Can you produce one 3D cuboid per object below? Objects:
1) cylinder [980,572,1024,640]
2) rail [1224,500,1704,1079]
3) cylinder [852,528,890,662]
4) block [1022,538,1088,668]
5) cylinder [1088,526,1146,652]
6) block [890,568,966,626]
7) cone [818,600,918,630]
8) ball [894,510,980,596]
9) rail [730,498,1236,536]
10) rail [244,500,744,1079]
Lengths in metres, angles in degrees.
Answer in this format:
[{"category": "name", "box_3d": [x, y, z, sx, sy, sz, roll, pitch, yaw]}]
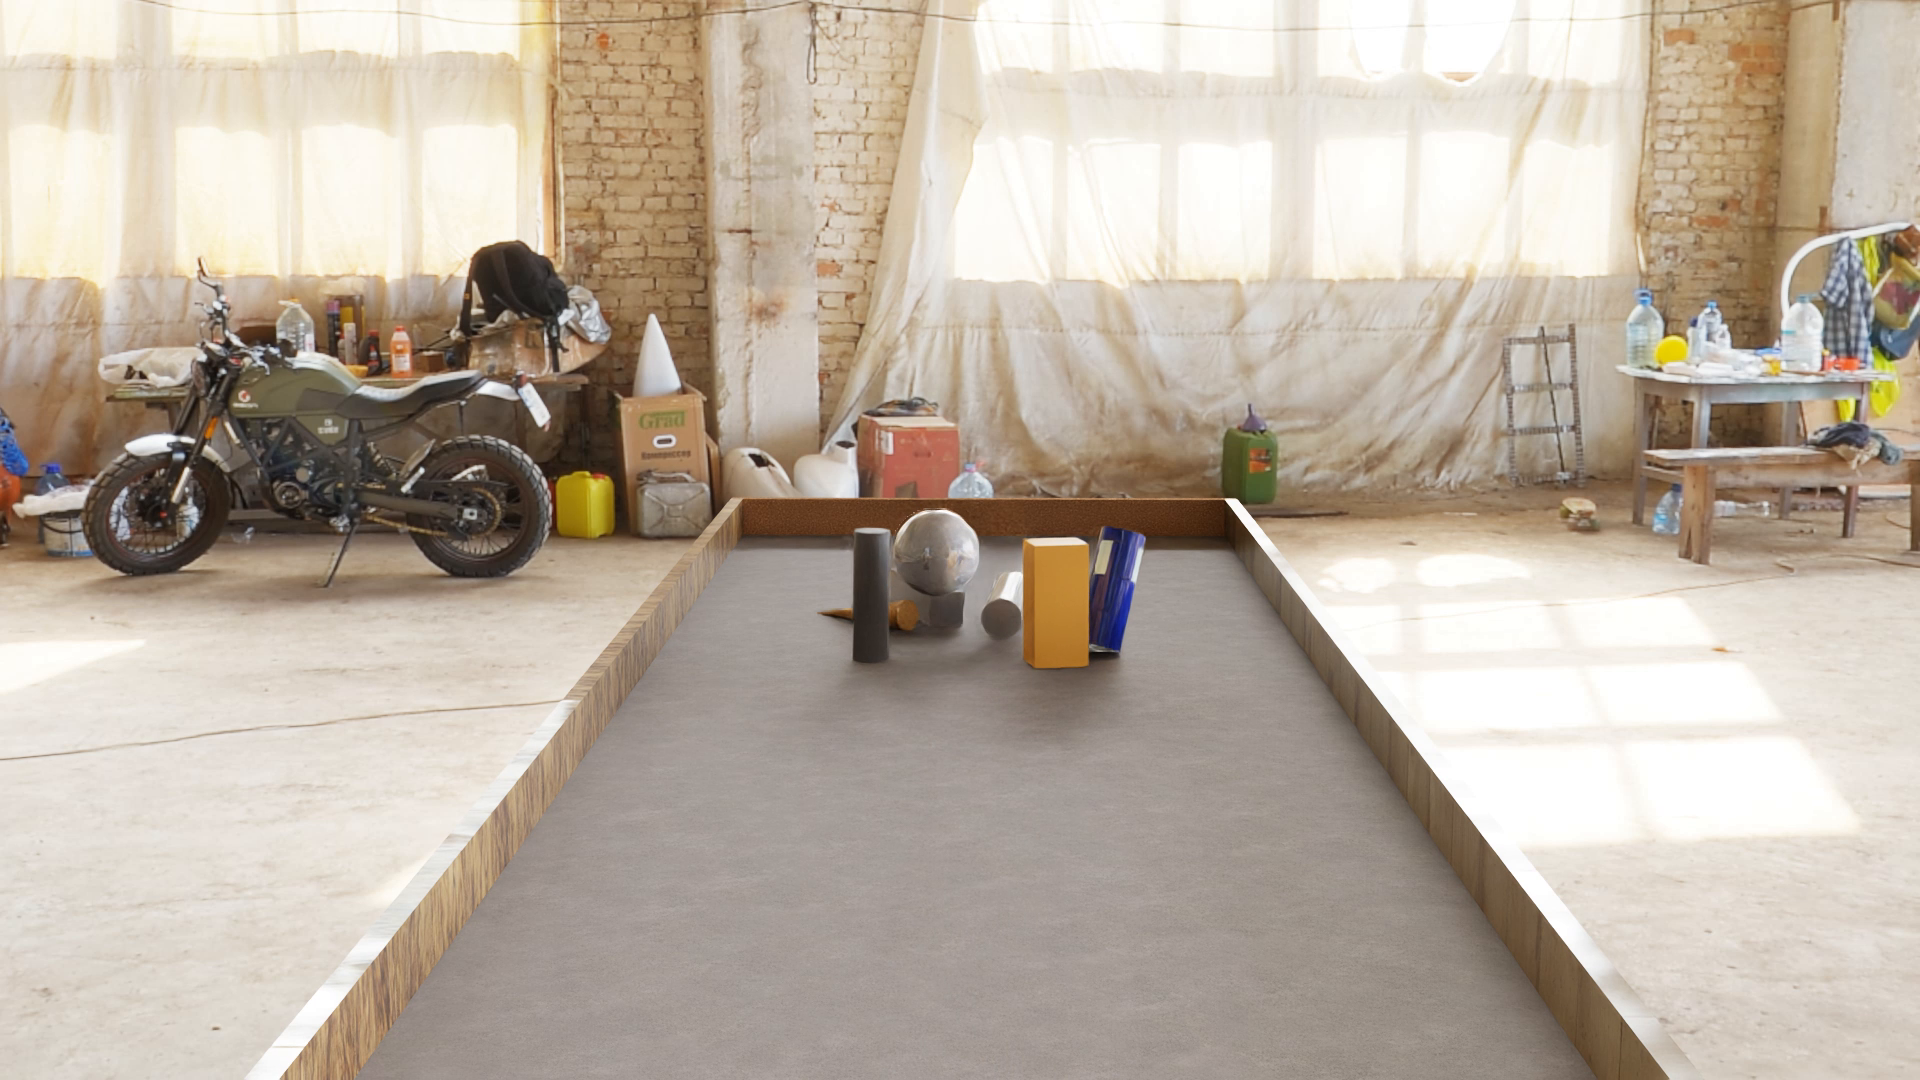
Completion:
[{"category": "cylinder", "box_3d": [0.154, 0.210, 7.201, 0.132, 0.132, 0.409, 1, 12, 6]}, {"category": "rail", "box_3d": [1.046, 0.843, 3.208, 0.050, 0.150, 12.000, 0, 9, 1]}, {"category": "cylinder", "box_3d": [-0.270, 0.167, 6.678, 0.109, 0.397, 0.109, 1, 9, 0]}, {"category": "block", "box_3d": [0.288, 0.188, 6.632, 0.164, 0.368, 0.164, -2, 7, -11]}, {"category": "cylinder", "box_3d": [0.465, 0.154, 6.786, 0.141, 0.366, 0.141, 13, -7, 2]}, {"category": "block", "box_3d": [-0.119, 0.190, 7.378, 0.116, 0.116, 0.428, 2, 9, -22]}, {"category": "cone", "box_3d": [-0.331, 0.247, 7.290, 0.440, 0.101, 0.101, -1, 6, 43]}, {"category": "ball", "box_3d": [-0.076, 0.040, 7.074, 0.279, 0.279, 0.279, 0, 9, 0]}, {"category": "rail", "box_3d": [0.099, -0.098, 9.147, 2.100, 0.150, 0.050, 0, 9, 1]}, {"category": "rail", "box_3d": [-1.004, 0.839, 3.234, 0.050, 0.150, 12.000, 0, 9, 1]}]
